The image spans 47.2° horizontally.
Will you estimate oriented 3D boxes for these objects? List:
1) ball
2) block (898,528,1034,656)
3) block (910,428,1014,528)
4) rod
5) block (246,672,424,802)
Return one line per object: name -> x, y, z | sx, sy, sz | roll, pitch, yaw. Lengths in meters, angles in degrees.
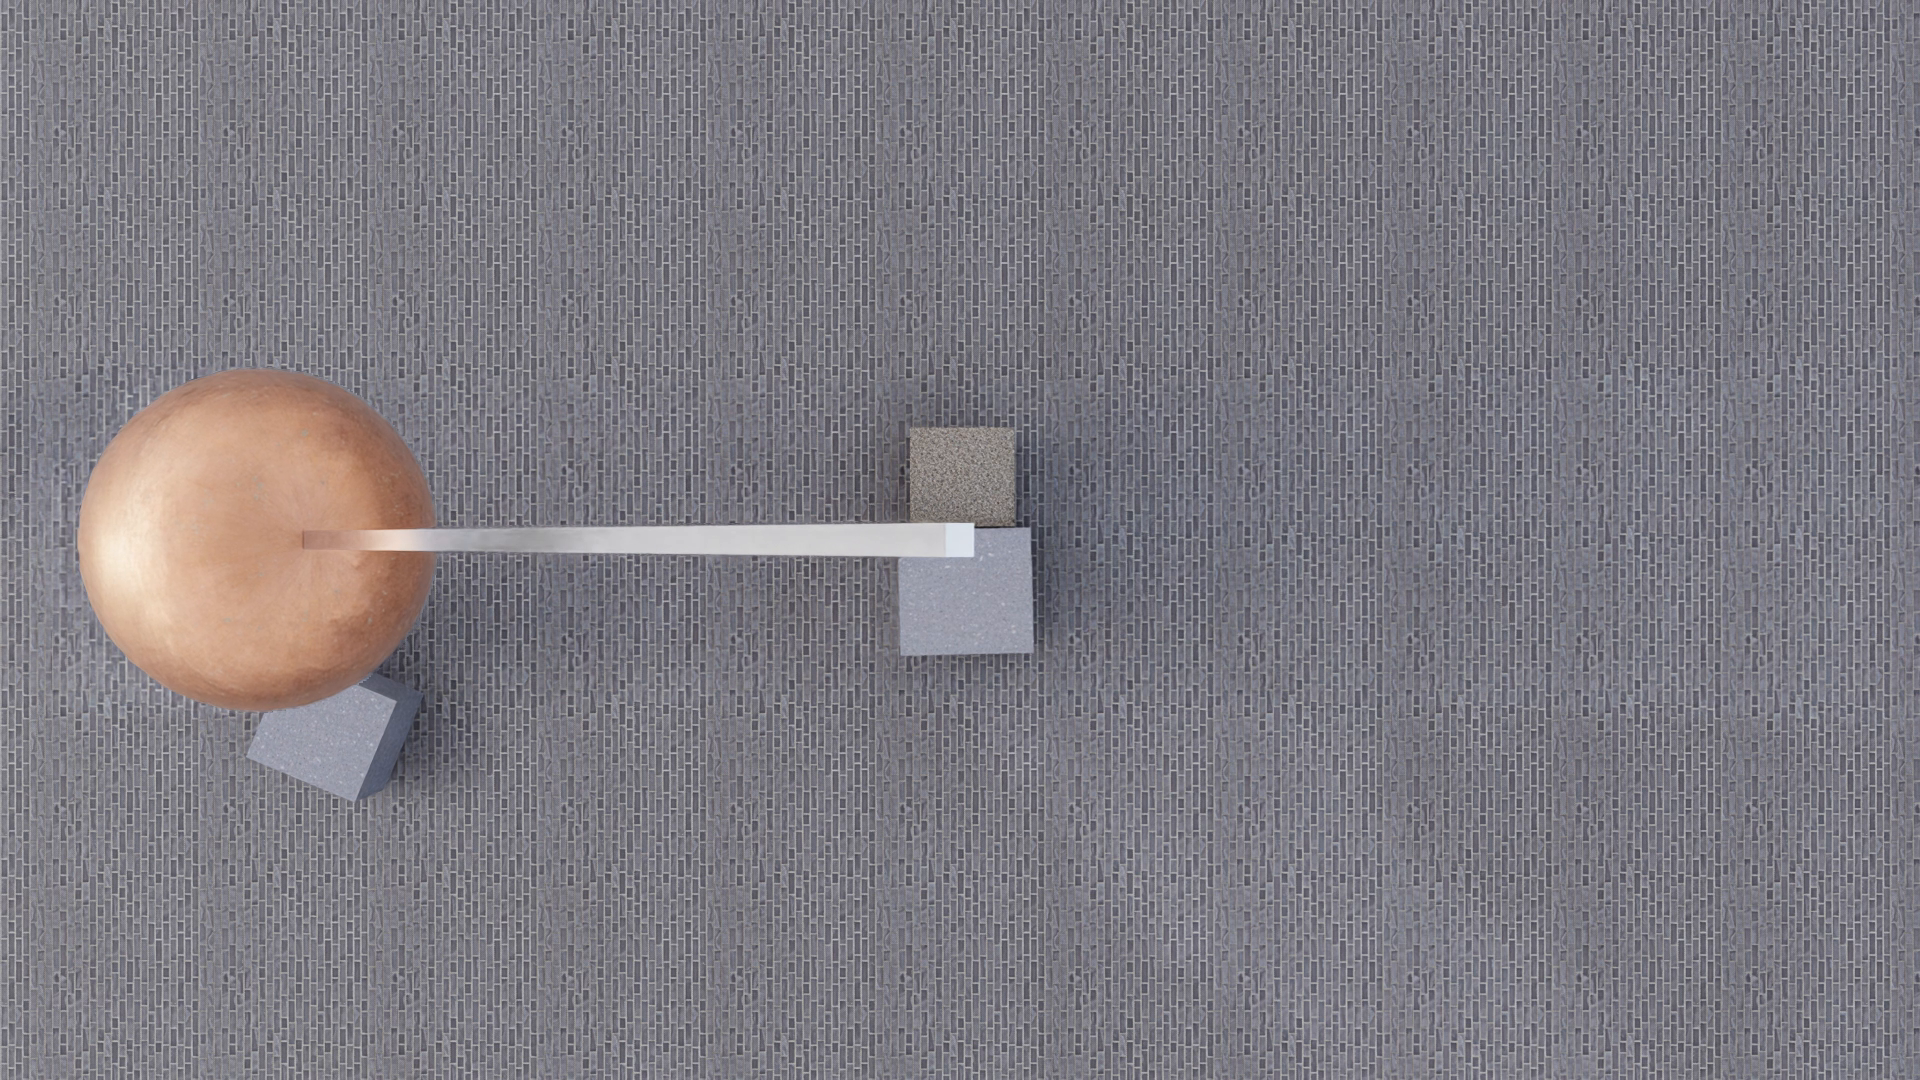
ball -> -3.256, 0.000, 10.256 | 1.600, 1.600, 1.600 | 0, 90, 0
block -> 0.032, 0.289, 12.646 | 0.745, 0.708, 0.701 | -1, 90, 0
block -> 0.013, -0.356, 12.719 | 0.591, 0.562, 0.562 | 0, 90, 0
rod -> -1.411, 0.000, 7.400 | 0.080, 5.200, 0.080 | 0, 90, -33
block -> -3.591, 1.064, 12.681 | 0.663, 0.637, 0.615 | 23, 90, 0
